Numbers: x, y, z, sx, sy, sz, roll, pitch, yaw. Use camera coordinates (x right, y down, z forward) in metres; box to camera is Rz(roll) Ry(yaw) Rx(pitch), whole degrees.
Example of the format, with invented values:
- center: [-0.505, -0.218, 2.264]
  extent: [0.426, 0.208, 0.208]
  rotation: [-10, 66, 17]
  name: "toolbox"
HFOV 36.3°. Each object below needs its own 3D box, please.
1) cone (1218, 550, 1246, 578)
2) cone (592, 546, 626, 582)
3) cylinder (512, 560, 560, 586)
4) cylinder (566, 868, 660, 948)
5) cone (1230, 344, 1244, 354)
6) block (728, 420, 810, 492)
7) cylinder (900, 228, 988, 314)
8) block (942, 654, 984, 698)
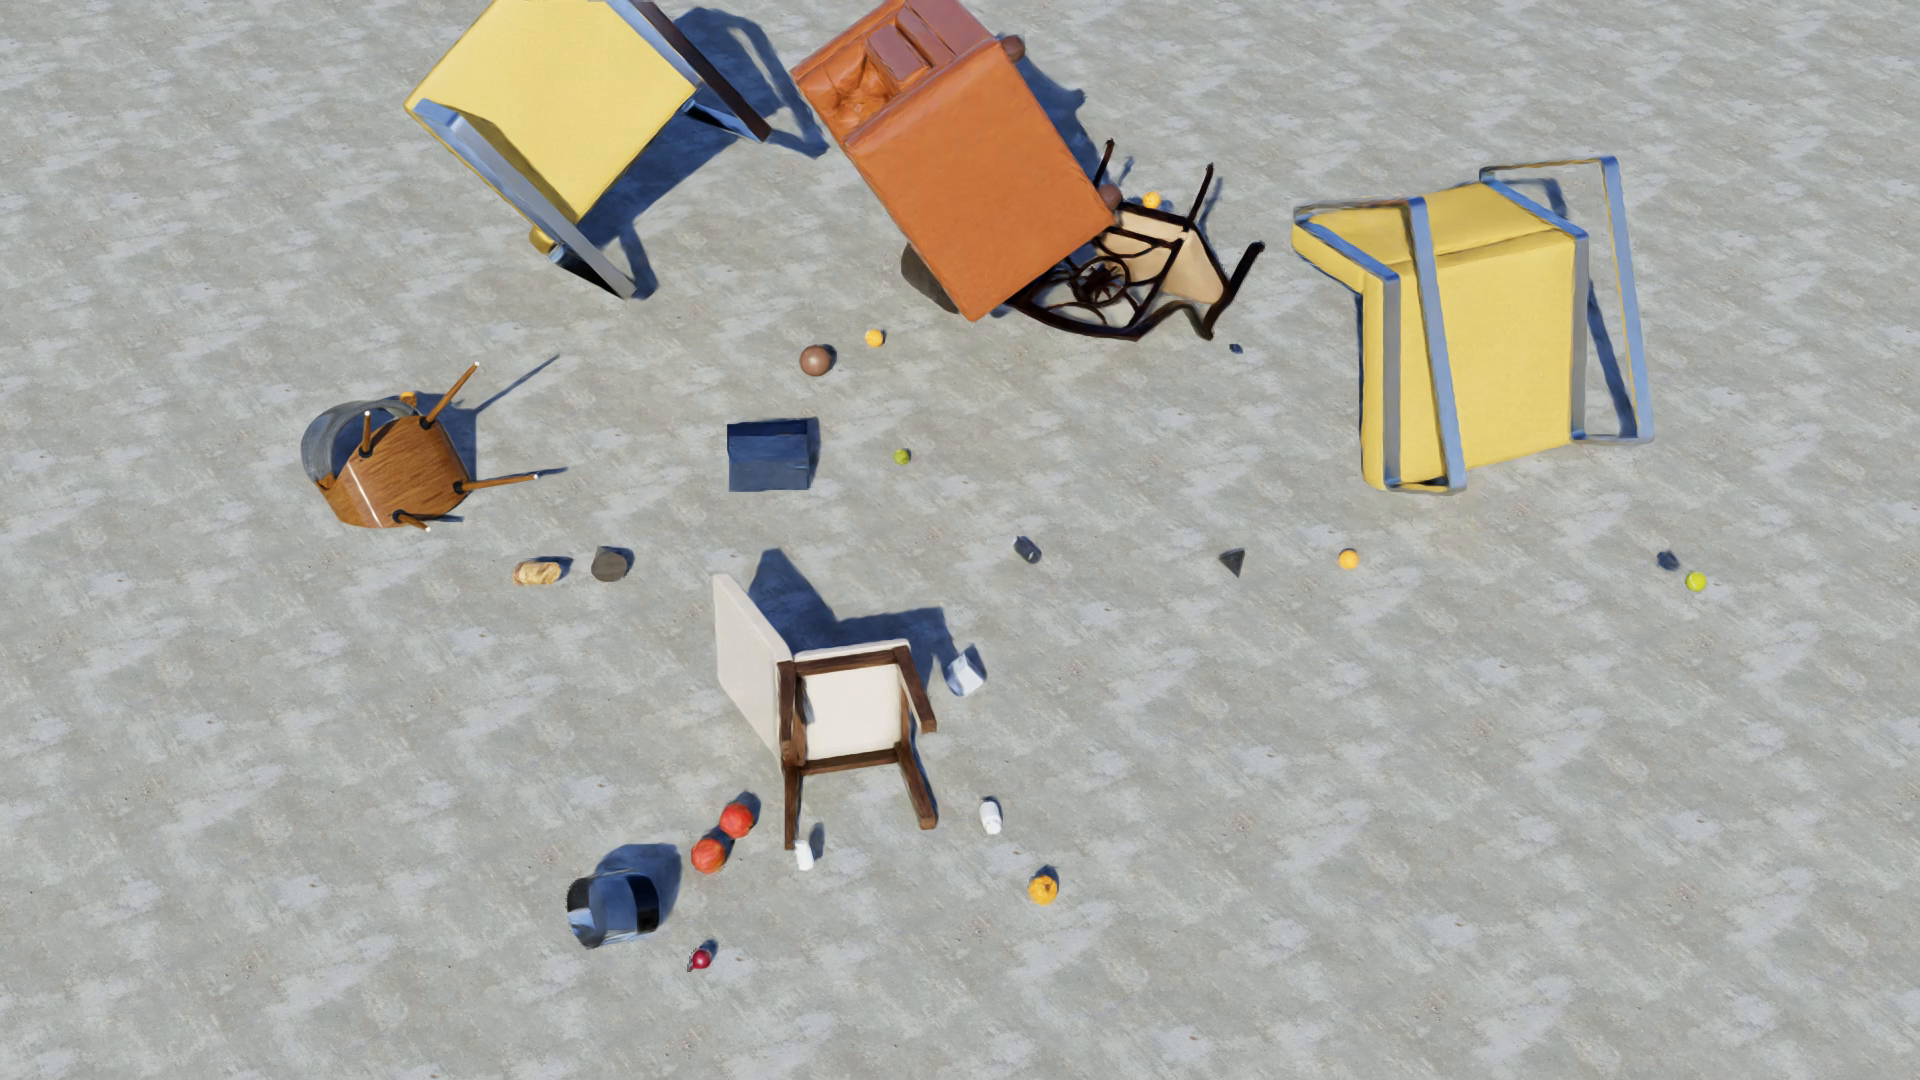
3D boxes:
- center: [1.008, 0.098, 10.735]
  extent: [0.110, 0.092, 0.093]
  rotation: [-20, -9, 26]
  name: "cone"
- center: [-1.313, 0.061, 10.802]
  extent: [0.131, 0.112, 0.242]
  rotation: [-9, 21, -14]
  name: "cone"
- center: [-1.538, 0.120, 10.645]
  extent: [0.149, 0.079, 0.108]
  rotation: [1, 26, 44]
  name: "cylinder"
- center: [-1.064, 1.129, 8.994]
  extent: [0.193, 0.214, 0.223]
  rotation: [-7, 31, -41]
  name: "cylinder"
- center: [1.135, -0.785, 12.117]
  extent: [0.067, 0.029, 0.045]
  rotation: [24, 64, -18]
  name: "cone"
- center: [-0.739, -0.321, 11.305]
  extent: [0.306, 0.143, 0.276]
  rotation: [-2, 34, -4]
  name: "block"
- center: [-0.068, -1.142, 12.424]
  extent: [0.256, 0.276, 0.278]
  rotation: [-25, 41, -25]
  name: "cylinder"
- center: [0.012, 0.468, 10.098]
  extent: [0.095, 0.097, 0.072]
  rotation: [-36, 33, 13]
  name: "block"
